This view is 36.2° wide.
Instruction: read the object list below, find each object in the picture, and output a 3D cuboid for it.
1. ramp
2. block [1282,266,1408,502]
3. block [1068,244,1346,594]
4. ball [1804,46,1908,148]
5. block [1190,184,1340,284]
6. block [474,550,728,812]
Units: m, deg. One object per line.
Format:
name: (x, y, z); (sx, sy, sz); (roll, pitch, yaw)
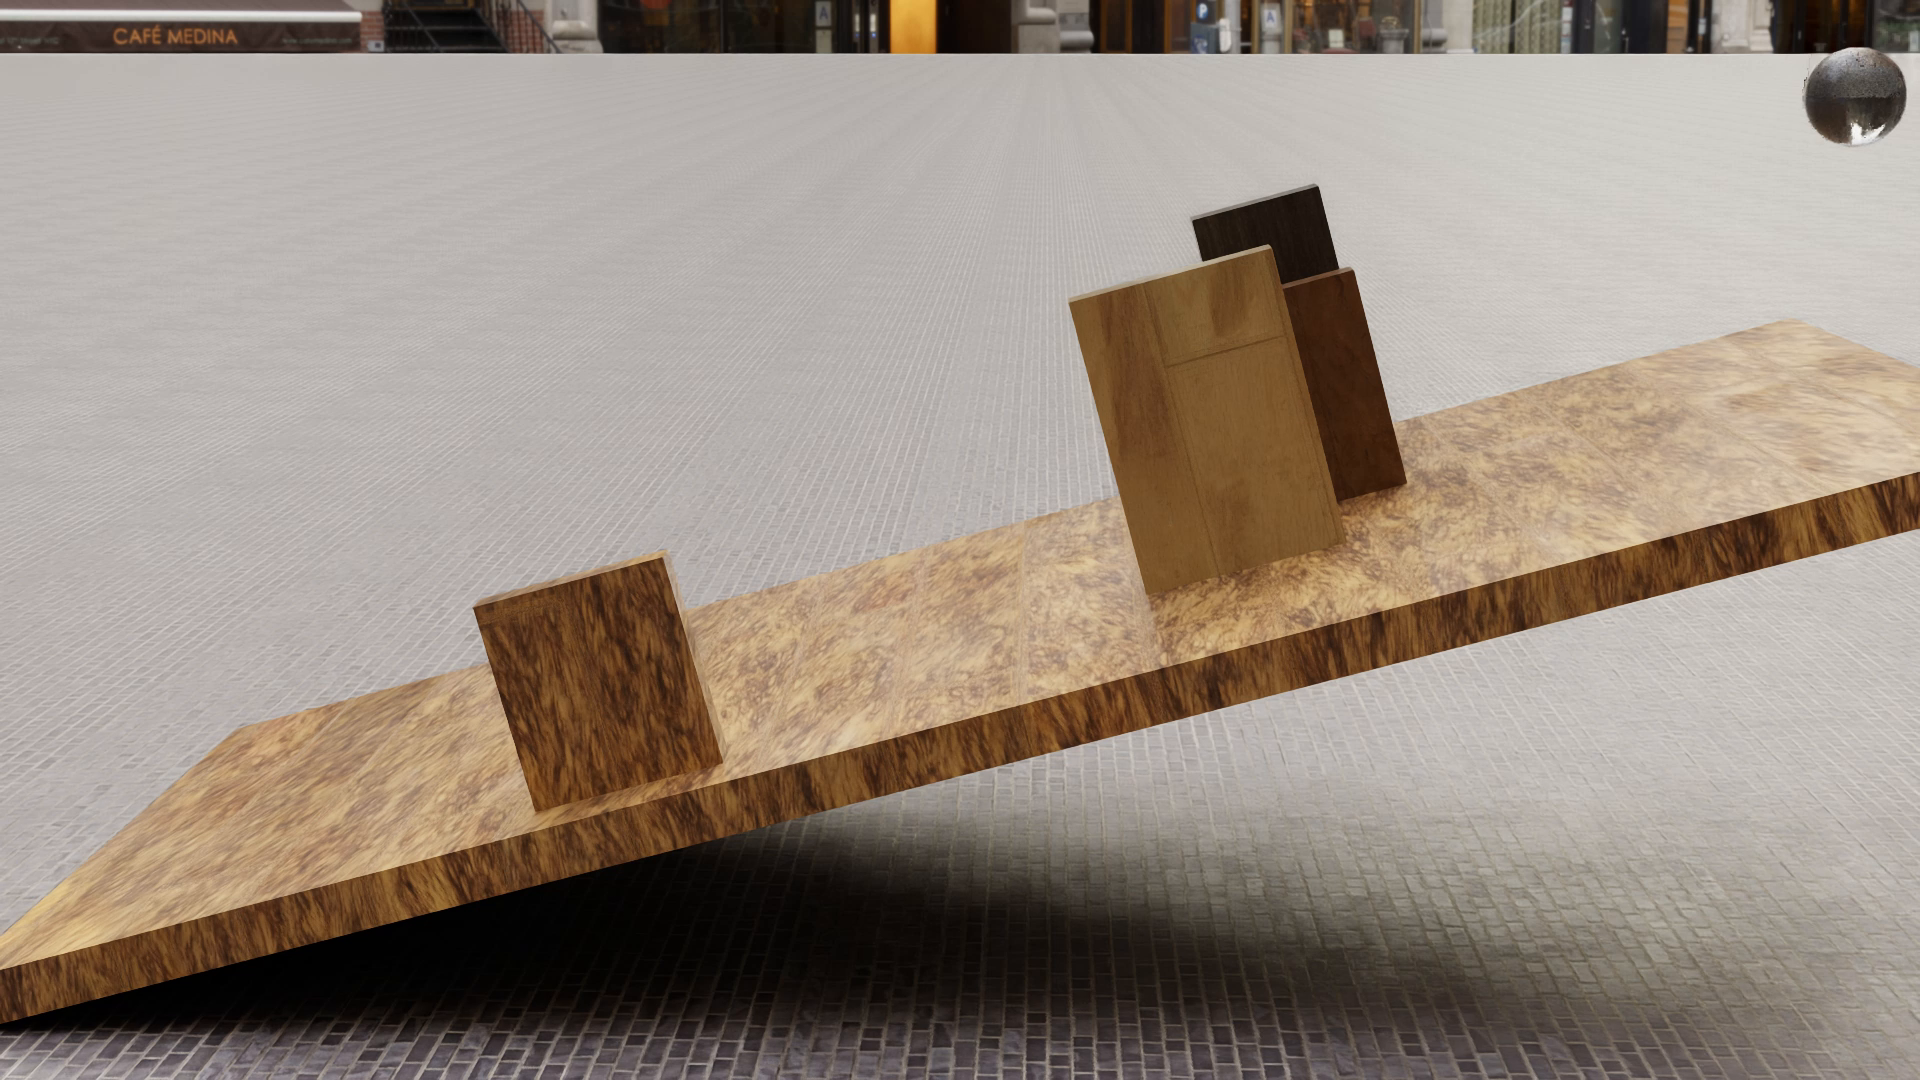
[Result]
ramp: (0.081, 0.191, 6.329); (4.000, 0.100, 2.000); (-15, 9, 4)
block: (0.761, -0.320, 6.427); (0.316, 0.482, 0.094); (-15, 9, 4)
block: (0.503, -0.244, 5.976); (0.420, 0.617, 0.101); (-15, 9, 4)
ball: (1.791, -0.886, 5.882); (0.198, 0.198, 0.198); (0, 10, 0)
block: (0.758, -0.469, 6.801); (0.297, 0.645, 0.115); (-15, 9, 4)
block: (-0.676, 0.265, 5.551); (0.371, 0.408, 0.085); (-15, 9, 4)
